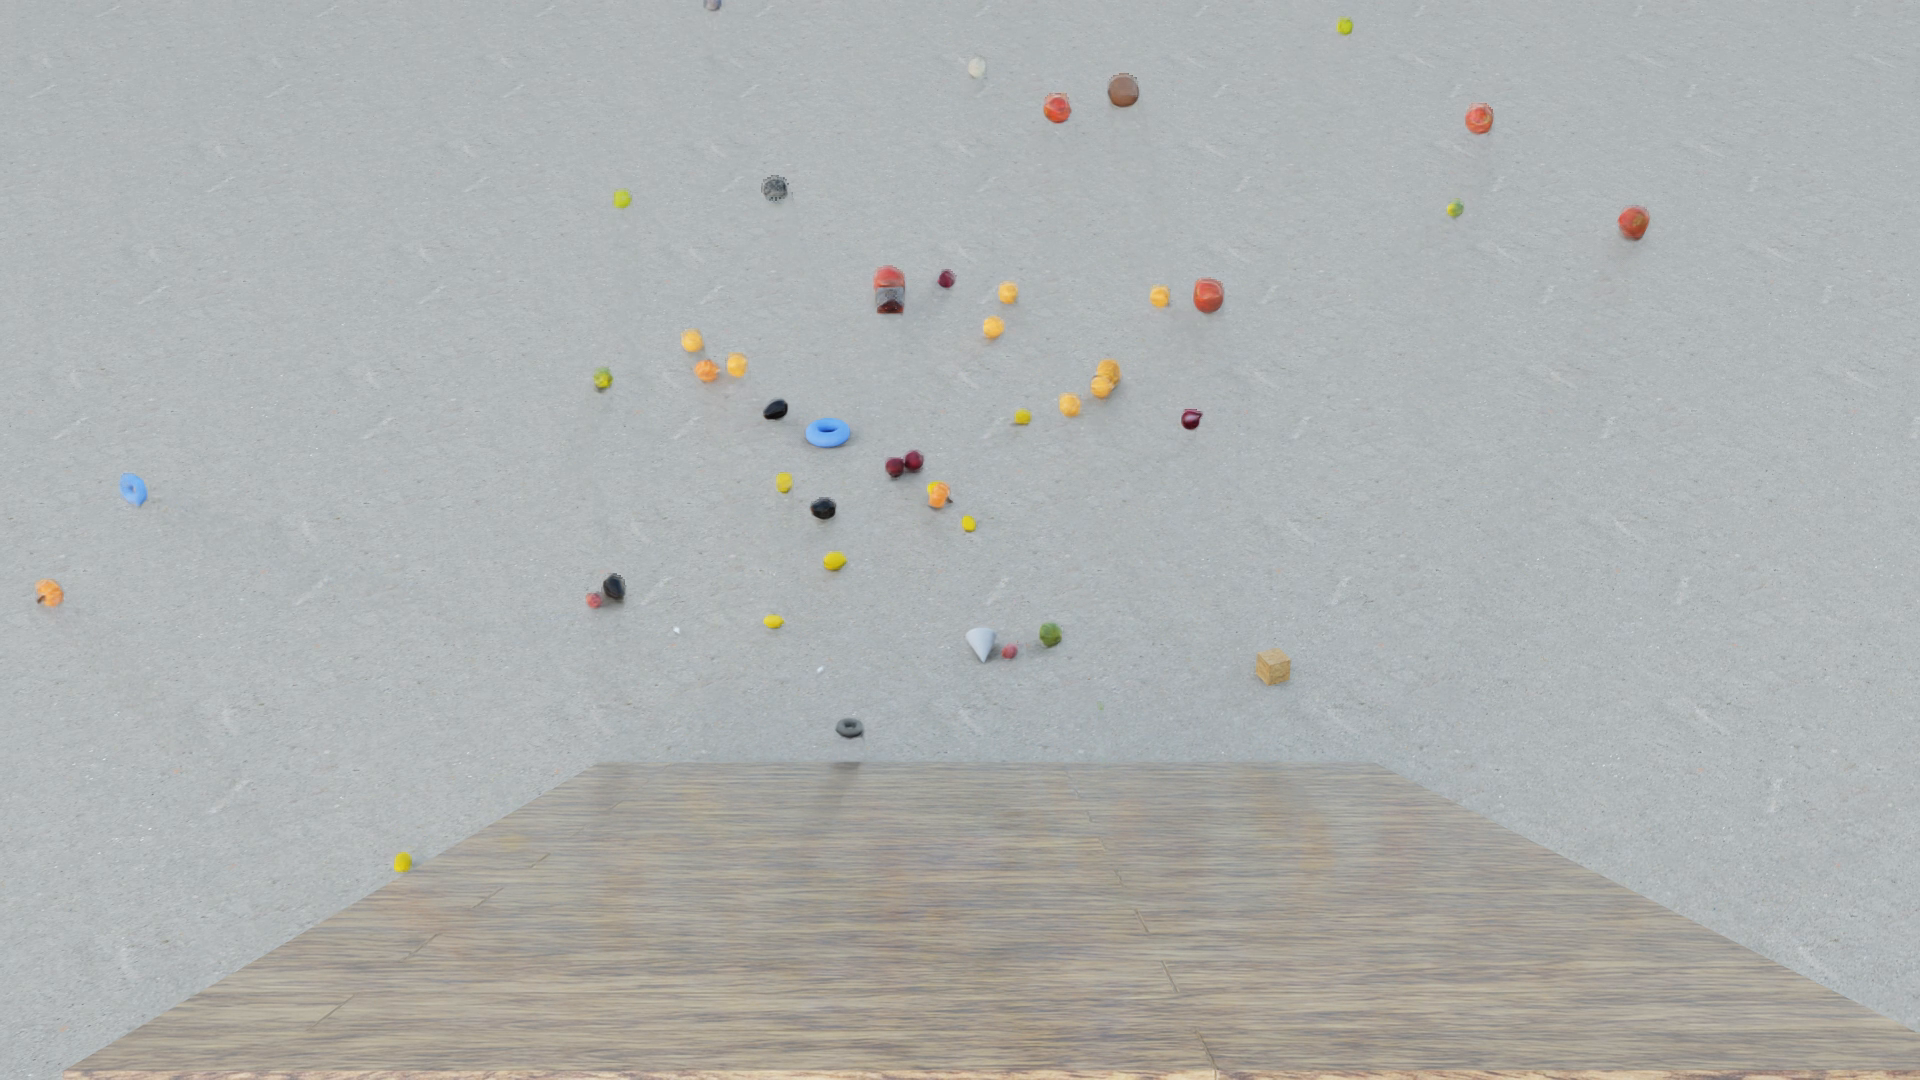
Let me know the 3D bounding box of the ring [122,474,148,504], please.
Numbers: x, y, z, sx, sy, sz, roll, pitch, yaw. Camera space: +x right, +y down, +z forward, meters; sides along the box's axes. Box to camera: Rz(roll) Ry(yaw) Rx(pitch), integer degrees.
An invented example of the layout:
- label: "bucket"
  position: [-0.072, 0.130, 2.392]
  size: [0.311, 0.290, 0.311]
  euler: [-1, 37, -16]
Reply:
- label: "ring"
  position: [-2.542, -0.154, 7.972]
  size: [0.097, 0.097, 0.032]
  euler: [18, 27, 27]

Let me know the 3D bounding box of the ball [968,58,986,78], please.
- label: "ball"
  position: [0.074, -2.027, 11.114]
  size: [0.081, 0.081, 0.081]
  euler: [0, 31, 0]

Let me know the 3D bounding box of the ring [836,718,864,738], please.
- label: "ring"
  position: [-0.296, 0.503, 6.943]
  size: [0.075, 0.025, 0.075]
  euler: [1, 30, -1]

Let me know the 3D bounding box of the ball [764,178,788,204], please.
- label: "ball"
  position: [-0.709, -1.343, 9.956]
  size: [0.096, 0.096, 0.096]
  euler: [0, 31, 0]

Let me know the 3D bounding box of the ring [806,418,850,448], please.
- label: "ring"
  position: [-0.425, -0.346, 8.338]
  size: [0.145, 0.048, 0.145]
  euler: [-1, 31, 1]

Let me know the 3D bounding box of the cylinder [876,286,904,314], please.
- label: "cylinder"
  position: [-0.247, -0.846, 9.131]
  size: [0.092, 0.092, 0.092]
  euler: [-1, 31, -2]

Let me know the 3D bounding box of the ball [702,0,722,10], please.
- label: "ball"
  position: [-1.132, -2.466, 11.840]
  size: [0.088, 0.088, 0.088]
  euler: [0, 31, 0]

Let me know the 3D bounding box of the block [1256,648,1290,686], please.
- label: "block"
  position: [0.866, 0.350, 7.158]
  size: [0.068, 0.068, 0.068]
  euler: [-13, 33, -21]

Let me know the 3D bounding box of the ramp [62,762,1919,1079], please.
- label: "ramp"
  position: [0.069, 0.612, 4.684]
  size: [2.000, 0.100, 4.000]
  euler: [0, 0, 0]
